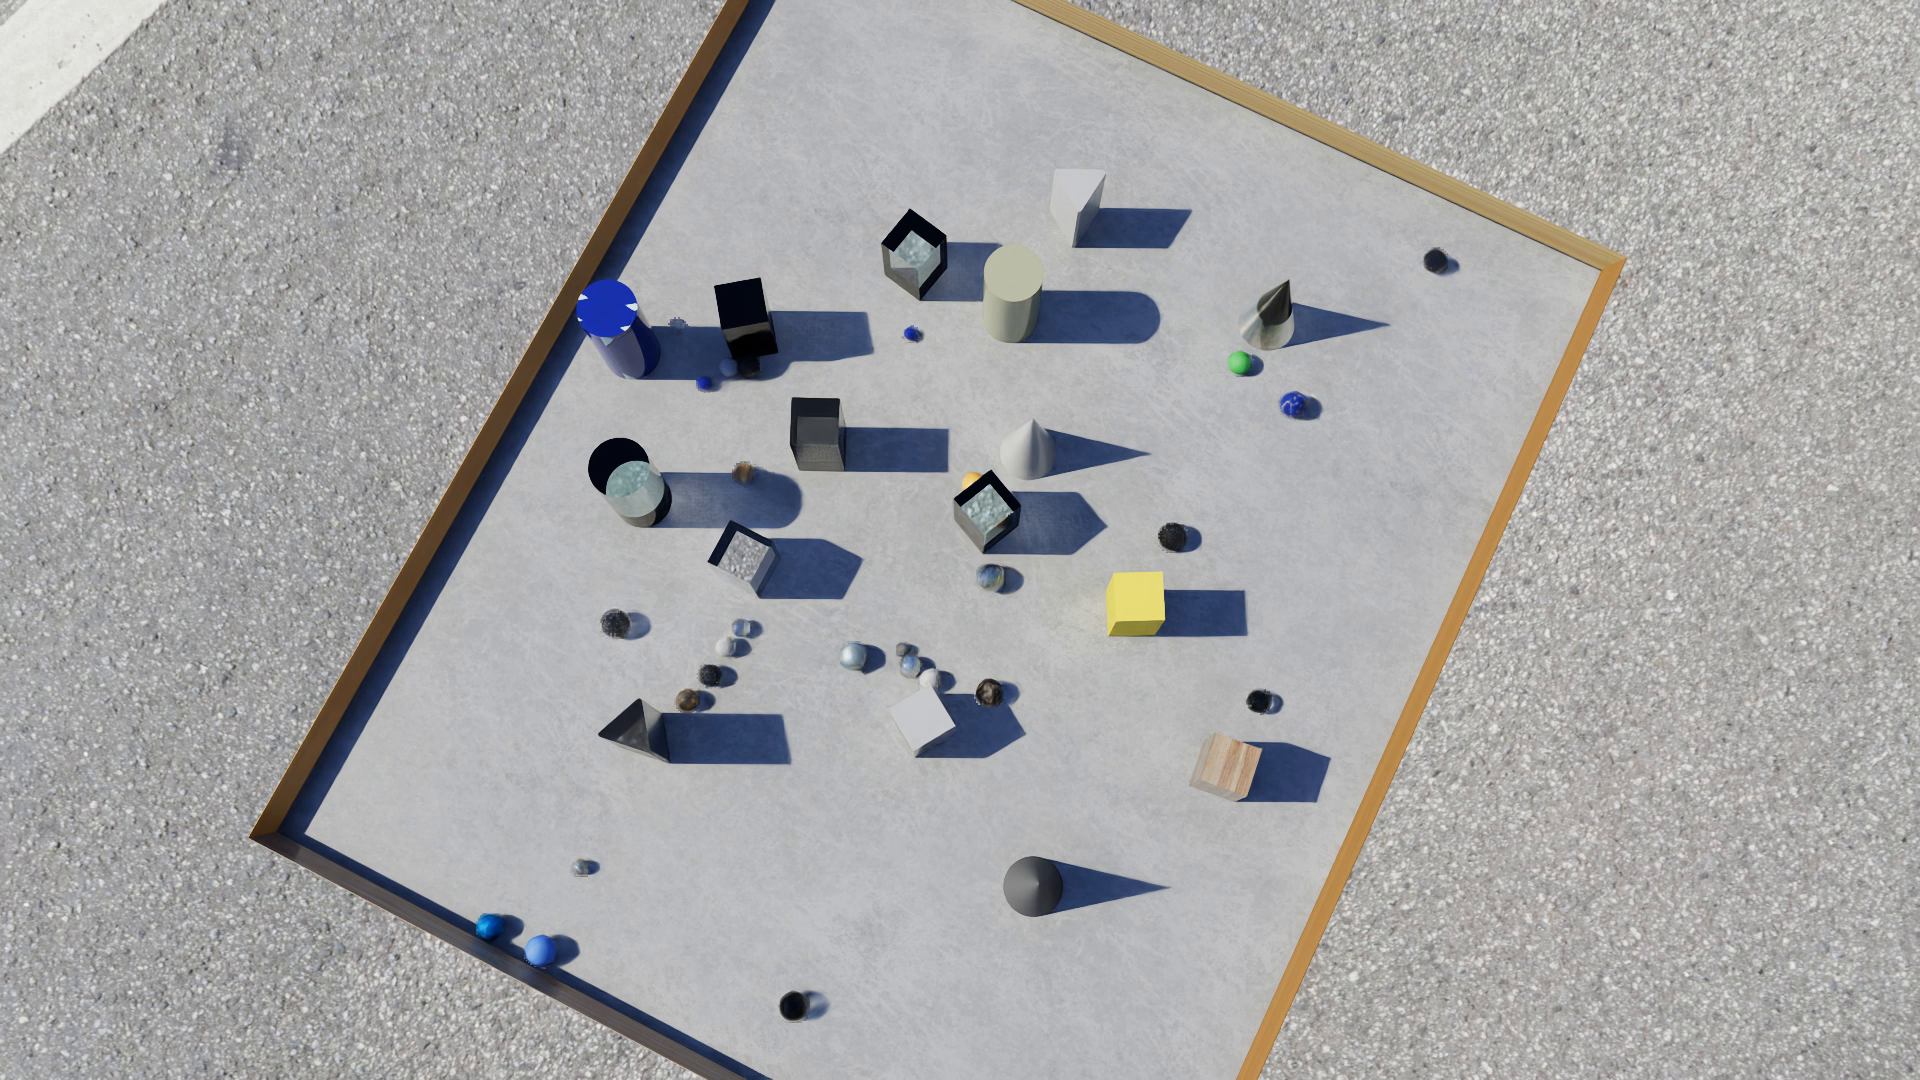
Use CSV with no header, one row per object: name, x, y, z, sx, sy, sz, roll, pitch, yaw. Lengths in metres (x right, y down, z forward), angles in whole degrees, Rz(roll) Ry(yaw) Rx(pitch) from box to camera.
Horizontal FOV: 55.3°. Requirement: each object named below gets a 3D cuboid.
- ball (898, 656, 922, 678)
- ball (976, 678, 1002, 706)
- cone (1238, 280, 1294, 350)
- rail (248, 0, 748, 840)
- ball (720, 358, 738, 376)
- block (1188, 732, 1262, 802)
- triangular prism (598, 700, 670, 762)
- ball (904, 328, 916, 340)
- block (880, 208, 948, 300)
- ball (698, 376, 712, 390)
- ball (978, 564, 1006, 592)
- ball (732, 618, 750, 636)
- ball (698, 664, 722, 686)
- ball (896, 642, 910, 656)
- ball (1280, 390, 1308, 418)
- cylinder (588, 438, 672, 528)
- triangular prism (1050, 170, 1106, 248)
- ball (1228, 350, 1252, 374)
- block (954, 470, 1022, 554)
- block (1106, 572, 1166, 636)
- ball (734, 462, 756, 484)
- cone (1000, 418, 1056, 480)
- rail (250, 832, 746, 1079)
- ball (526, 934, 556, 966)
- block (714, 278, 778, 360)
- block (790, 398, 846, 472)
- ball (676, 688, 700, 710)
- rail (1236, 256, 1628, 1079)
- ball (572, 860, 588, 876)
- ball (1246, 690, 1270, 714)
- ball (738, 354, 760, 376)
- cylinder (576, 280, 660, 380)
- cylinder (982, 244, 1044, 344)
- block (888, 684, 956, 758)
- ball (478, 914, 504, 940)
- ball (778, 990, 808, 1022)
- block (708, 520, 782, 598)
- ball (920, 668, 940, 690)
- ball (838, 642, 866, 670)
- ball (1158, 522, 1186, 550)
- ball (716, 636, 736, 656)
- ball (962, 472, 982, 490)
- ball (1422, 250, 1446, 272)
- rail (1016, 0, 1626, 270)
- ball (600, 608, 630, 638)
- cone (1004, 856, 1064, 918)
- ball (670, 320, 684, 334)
ball,-0.151,0.380,5.502,0.069,0.069,0.069,0,78,0
ball,0.088,0.454,5.482,0.079,0.079,0.079,0,78,0
cone,0.963,-0.721,5.556,0.177,0.410,0.177,0,78,0
rail,-1.279,-0.620,5.685,0.045,0.115,3.442,26,80,5
ball,-0.716,-0.537,5.698,0.058,0.058,0.058,0,78,0
block,0.773,0.666,5.349,0.141,0.254,0.141,19,79,4
triangular prism,-0.919,0.544,5.314,0.153,0.371,0.133,18,79,4
ball,-0.156,-0.645,5.729,0.040,0.040,0.040,0,78,0
block,-0.139,-0.877,5.654,0.141,0.280,0.141,37,81,7
ball,-0.791,-0.487,5.695,0.044,0.044,0.044,0,78,0
ball,0.095,0.113,5.549,0.086,0.086,0.086,0,78,0
ball,-0.661,0.265,5.533,0.056,0.056,0.056,0,78,0
ball,-0.749,0.405,5.498,0.068,0.068,0.068,0,78,0
ball,-0.174,0.331,5.526,0.043,0.043,0.043,0,78,0
ball,1.031,-0.419,5.660,0.083,0.083,0.083,0,78,0
cylinder,-0.975,-0.166,5.439,0.177,0.415,0.177,0,78,0
triangular prism,0.343,-1.053,5.678,0.133,0.306,0.153,31,80,6
ball,0.868,-0.552,5.693,0.072,0.072,0.072,0,78,0
block,0.080,-0.082,5.489,0.141,0.282,0.141,-38,81,-7
block,0.517,0.192,5.428,0.141,0.290,0.141,-2,78,0
ball,-0.661,-0.205,5.626,0.063,0.063,0.063,0,78,0
cone,0.212,-0.311,5.477,0.177,0.398,0.177,0,78,0
rail,-0.759,1.493,5.248,2.906,0.115,0.045,26,80,5
ball,-1.218,1.193,5.325,0.088,0.088,0.088,0,78,0
block,-0.651,-0.672,5.598,0.141,0.307,0.141,-11,79,-2
block,-0.424,-0.315,5.514,0.141,0.328,0.141,1,78,0
ball,-0.814,0.478,5.483,0.067,0.067,0.067,0,78,0
rail,1.279,0.632,5.426,0.045,0.115,3.442,26,80,5
ball,-1.117,0.963,5.393,0.046,0.046,0.046,0,78,0
ball,0.892,0.483,5.480,0.071,0.071,0.071,0,78,0
ball,-0.654,-0.542,5.694,0.067,0.067,0.067,0,78,0
cylinder,-1.025,-0.630,5.529,0.177,0.426,0.177,0,78,0
cylinder,0.158,-0.743,5.568,0.177,0.396,0.177,0,78,0
block,-0.110,0.534,5.394,0.141,0.219,0.141,-31,80,-6
ball,-1.368,1.129,5.344,0.076,0.076,0.076,0,78,0
ball,-0.480,1.347,5.294,0.086,0.086,0.086,0,78,0
block,-0.641,0.060,5.471,0.141,0.261,0.141,27,80,5
ball,-0.090,0.419,5.496,0.066,0.066,0.066,0,78,0
ball,-0.322,0.349,5.501,0.085,0.085,0.085,0,78,0
ball,0.645,-0.012,5.575,0.085,0.085,0.085,0,78,0
ball,-0.703,0.320,5.519,0.061,0.061,0.061,0,78,0
ball,0.043,-0.171,5.613,0.075,0.075,0.075,0,78,0
ball,1.492,-0.877,5.760,0.074,0.074,0.074,0,78,0
rail,0.759,-1.481,5.863,2.906,0.115,0.045,26,80,5
ball,-1.039,0.251,5.520,0.087,0.087,0.087,0,78,0
cone,0.216,0.979,5.198,0.177,0.423,0.177,0,78,0
ball,-0.884,-0.669,5.733,0.042,0.042,0.042,0,78,0
